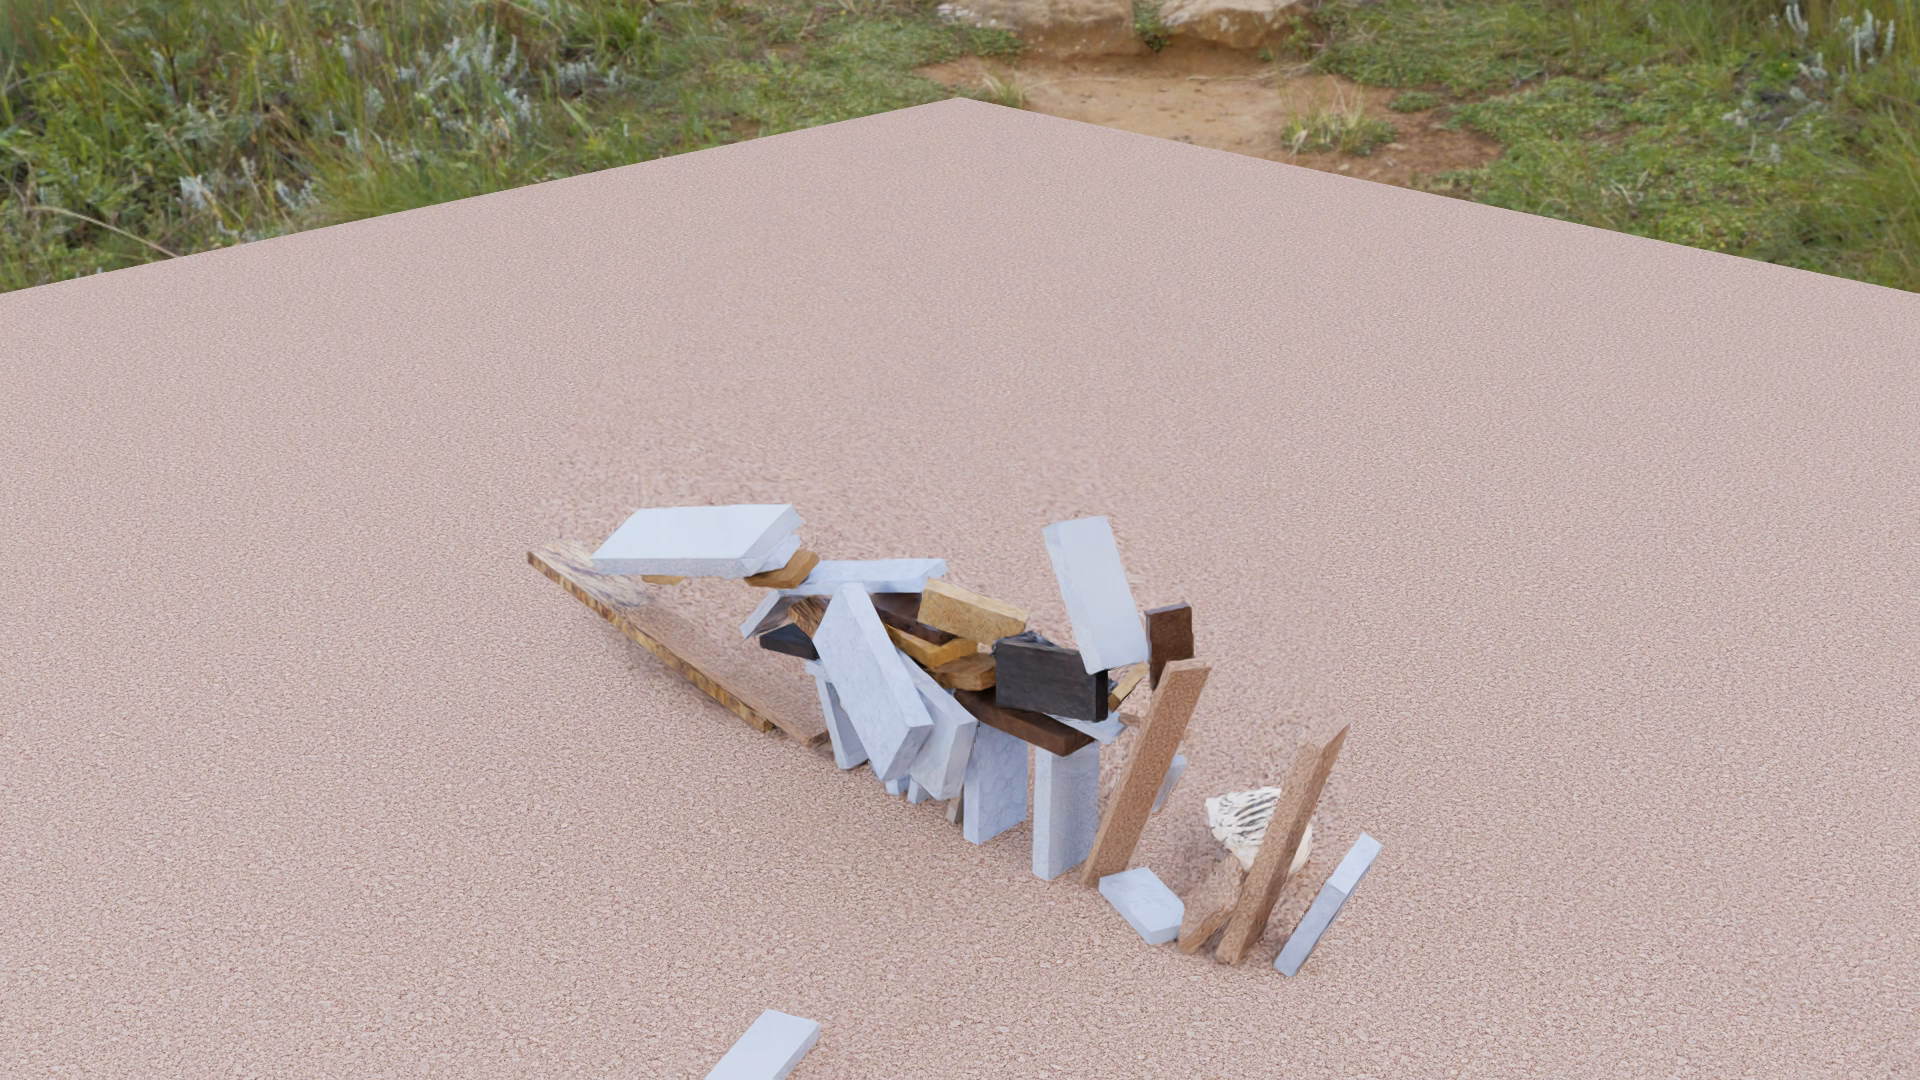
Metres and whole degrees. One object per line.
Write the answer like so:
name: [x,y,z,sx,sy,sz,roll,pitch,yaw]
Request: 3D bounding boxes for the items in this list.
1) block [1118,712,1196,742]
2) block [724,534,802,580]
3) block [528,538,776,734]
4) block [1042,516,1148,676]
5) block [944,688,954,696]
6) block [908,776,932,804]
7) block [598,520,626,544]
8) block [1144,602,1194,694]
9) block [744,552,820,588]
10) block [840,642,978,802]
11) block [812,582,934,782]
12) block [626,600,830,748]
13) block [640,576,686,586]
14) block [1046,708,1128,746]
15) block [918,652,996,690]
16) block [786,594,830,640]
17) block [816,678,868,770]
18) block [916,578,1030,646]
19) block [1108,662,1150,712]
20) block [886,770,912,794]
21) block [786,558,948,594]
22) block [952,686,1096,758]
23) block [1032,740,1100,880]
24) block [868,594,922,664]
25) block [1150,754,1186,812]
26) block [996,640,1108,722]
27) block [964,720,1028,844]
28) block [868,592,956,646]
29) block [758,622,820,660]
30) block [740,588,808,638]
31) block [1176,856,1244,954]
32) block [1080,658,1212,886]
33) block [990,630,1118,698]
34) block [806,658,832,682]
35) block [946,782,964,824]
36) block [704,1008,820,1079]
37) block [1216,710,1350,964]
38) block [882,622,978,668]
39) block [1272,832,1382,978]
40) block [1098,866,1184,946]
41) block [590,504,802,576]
block: [0.361,0.343,4.039,0.075,0.021,0.150,16,-3,-27]
block: [-0.421,0.035,4.654,0.170,0.024,0.085,-12,32,38]
block: [-0.691,0.207,5.056,0.116,0.033,0.873,-21,40,-41]
block: [0.247,0.098,3.975,0.139,0.277,0.039,-8,-13,-46]
block: [-0.105,0.259,4.461,0.119,0.034,0.366,-17,42,-38]
block: [-0.057,0.451,4.478,0.085,0.170,0.024,-20,43,-40]
block: [-0.743,0.003,5.089,0.116,0.033,0.232,-39,27,-15]
block: [0.366,0.190,3.813,0.077,0.154,0.022,-10,19,-12]
block: [-0.373,0.062,4.612,0.170,0.024,0.085,0,43,51]
block: [-0.105,0.338,4.317,0.050,0.176,0.353,-9,34,-37]
block: [-0.174,0.275,4.293,0.050,0.176,0.353,-7,53,-32]
block: [-0.513,0.290,4.885,0.617,0.024,0.085,31,37,34]
block: [-0.640,0.051,4.944,0.116,0.033,0.232,-40,16,-19]
block: [0.235,0.328,4.123,0.150,0.021,0.075,24,34,21]
block: [0.011,0.256,4.313,0.119,0.034,0.238,-20,11,-35]
block: [-0.264,0.192,4.597,0.095,0.027,0.191,-23,55,-42]
block: [-0.235,0.371,4.632,0.028,0.201,0.100,-4,14,45]
block: [0.024,0.149,4.289,0.207,0.104,0.029,19,48,4]
block: [0.302,0.267,3.990,0.022,0.077,0.154,41,-10,7]
block: [-0.123,0.412,4.530,0.028,0.201,0.100,5,21,34]
block: [-0.196,0.075,4.524,0.354,0.029,0.103,-2,23,38]
block: [0.138,0.328,4.212,0.283,0.040,0.141,20,30,39]
block: [0.204,0.500,4.221,0.040,0.283,0.141,21,31,39]
block: [-0.136,0.183,4.504,0.119,0.034,0.238,-18,43,-37]
block: [0.355,0.451,4.055,0.075,0.150,0.021,1,47,-23]
block: [0.167,0.258,4.050,0.239,0.119,0.034,7,12,42]
block: [0.072,0.448,4.343,0.040,0.283,0.141,22,31,39]
block: [-0.087,0.148,4.411,0.207,0.029,0.103,21,33,34]
block: [-0.332,0.215,4.673,0.095,0.027,0.191,-21,19,-37]
block: [-0.391,0.144,4.710,0.095,0.191,0.027,-19,72,-39]
block: [0.446,0.654,3.935,0.029,0.204,0.102,21,54,-6]
block: [0.331,0.430,3.985,0.077,0.648,0.022,-5,49,-19]
block: [0.186,0.251,4.178,0.238,0.034,0.119,31,26,32]
block: [-0.213,0.275,4.566,0.201,0.028,0.100,19,30,37]
block: [0.027,0.484,4.401,0.085,0.170,0.024,-19,45,-38]
block: [-0.463,0.984,3.404,0.102,0.029,0.874,10,25,22]
block: [0.572,0.531,3.901,0.039,0.473,0.139,27,28,20]
block: [-0.085,0.179,4.422,0.119,0.034,0.239,-18,33,-34]
block: [0.645,0.644,3.869,0.039,0.277,0.139,35,48,14]
block: [0.352,0.683,4.114,0.102,0.029,0.204,-9,25,-22]
block: [-0.585,0.002,4.815,0.578,0.050,0.176,-1,40,48]
